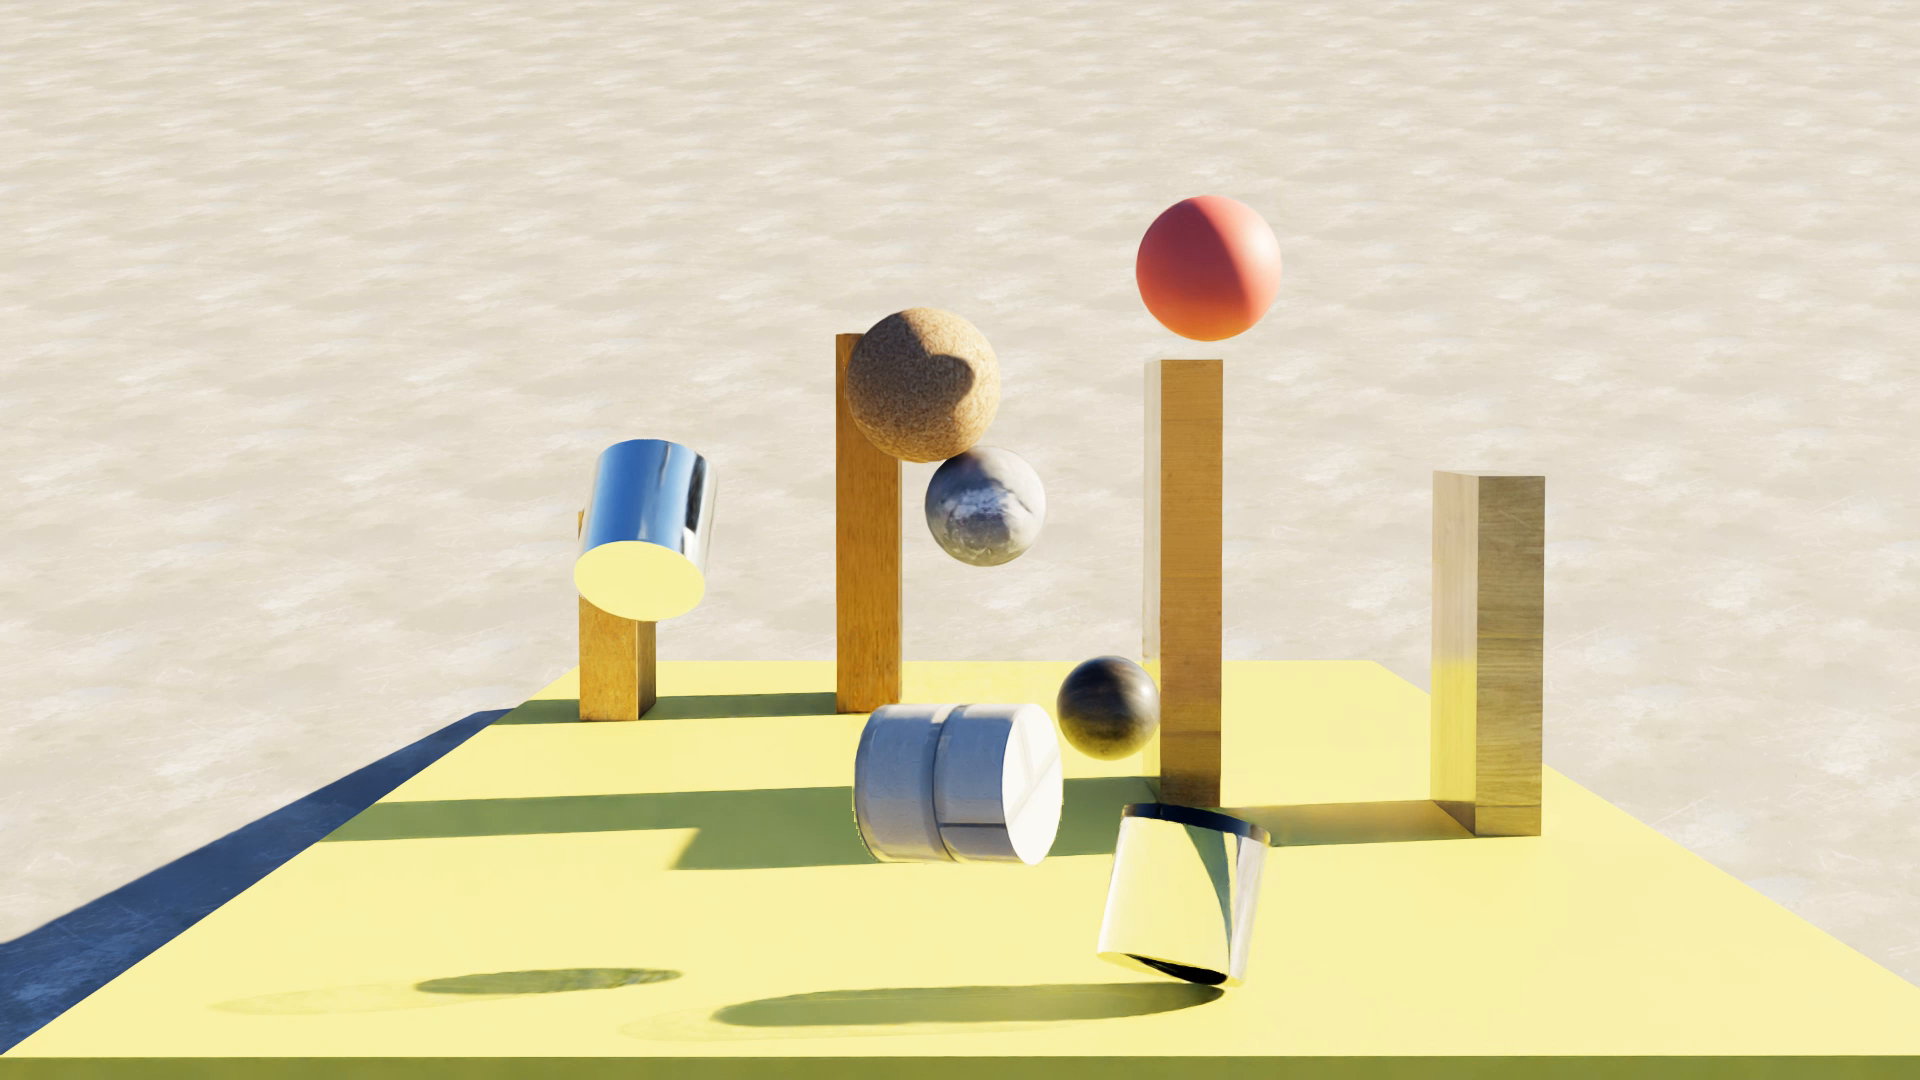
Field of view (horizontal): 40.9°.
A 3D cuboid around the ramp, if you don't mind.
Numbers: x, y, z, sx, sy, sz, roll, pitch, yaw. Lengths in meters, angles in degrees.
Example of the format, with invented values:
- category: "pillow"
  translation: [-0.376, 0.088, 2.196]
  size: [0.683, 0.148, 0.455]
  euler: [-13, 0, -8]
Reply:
- category: "ramp"
  translation: [0.051, 0.457, 4.533]
  size: [2.000, 0.100, 4.000]
  euler: [0, 3, 0]

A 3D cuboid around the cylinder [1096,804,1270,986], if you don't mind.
- category: "cylinder"
  translation: [0.244, 0.388, 2.805]
  size: [0.164, 0.164, 0.164]
  euler: [11, -15, 3]

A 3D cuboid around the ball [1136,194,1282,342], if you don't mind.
- category: "ball"
  translation: [0.246, -0.269, 2.544]
  size: [0.144, 0.144, 0.144]
  euler: [0, 22, 0]

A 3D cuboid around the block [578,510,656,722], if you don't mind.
- category: "block"
  translation: [-0.719, 0.148, 5.417]
  size: [0.117, 0.429, 0.340]
  euler: [0, 3, 0]

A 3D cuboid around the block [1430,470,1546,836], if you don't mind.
- category: "block"
  translation: [0.818, 0.164, 4.005]
  size: [0.099, 0.537, 0.366]
  euler: [0, 3, 0]

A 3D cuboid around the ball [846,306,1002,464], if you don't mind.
- category: "ball"
  translation: [-0.037, -0.158, 2.629]
  size: [0.159, 0.159, 0.159]
  euler: [0, 22, 0]

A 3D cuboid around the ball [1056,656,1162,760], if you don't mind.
- category: "ball"
  translation: [0.174, 0.196, 3.004]
  size: [0.123, 0.123, 0.123]
  euler: [0, 22, 0]

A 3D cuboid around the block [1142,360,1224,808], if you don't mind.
- category: "block"
  translation: [0.367, 0.062, 4.274]
  size: [0.098, 0.715, 0.371]
  euler: [0, 3, 0]

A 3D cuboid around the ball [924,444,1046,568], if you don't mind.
- category: "ball"
  translation: [0.026, -0.035, 2.664]
  size: [0.126, 0.126, 0.126]
  euler: [0, 22, 0]

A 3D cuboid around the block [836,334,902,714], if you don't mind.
- category: "block"
  translation: [-0.195, -0.043, 5.586]
  size: [0.130, 0.794, 0.429]
  euler: [0, 3, 0]

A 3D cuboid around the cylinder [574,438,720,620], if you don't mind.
- category: "cylinder"
  translation: [-0.311, -0.010, 2.561]
  size: [0.129, 0.129, 0.129]
  euler: [1, 52, 3]
